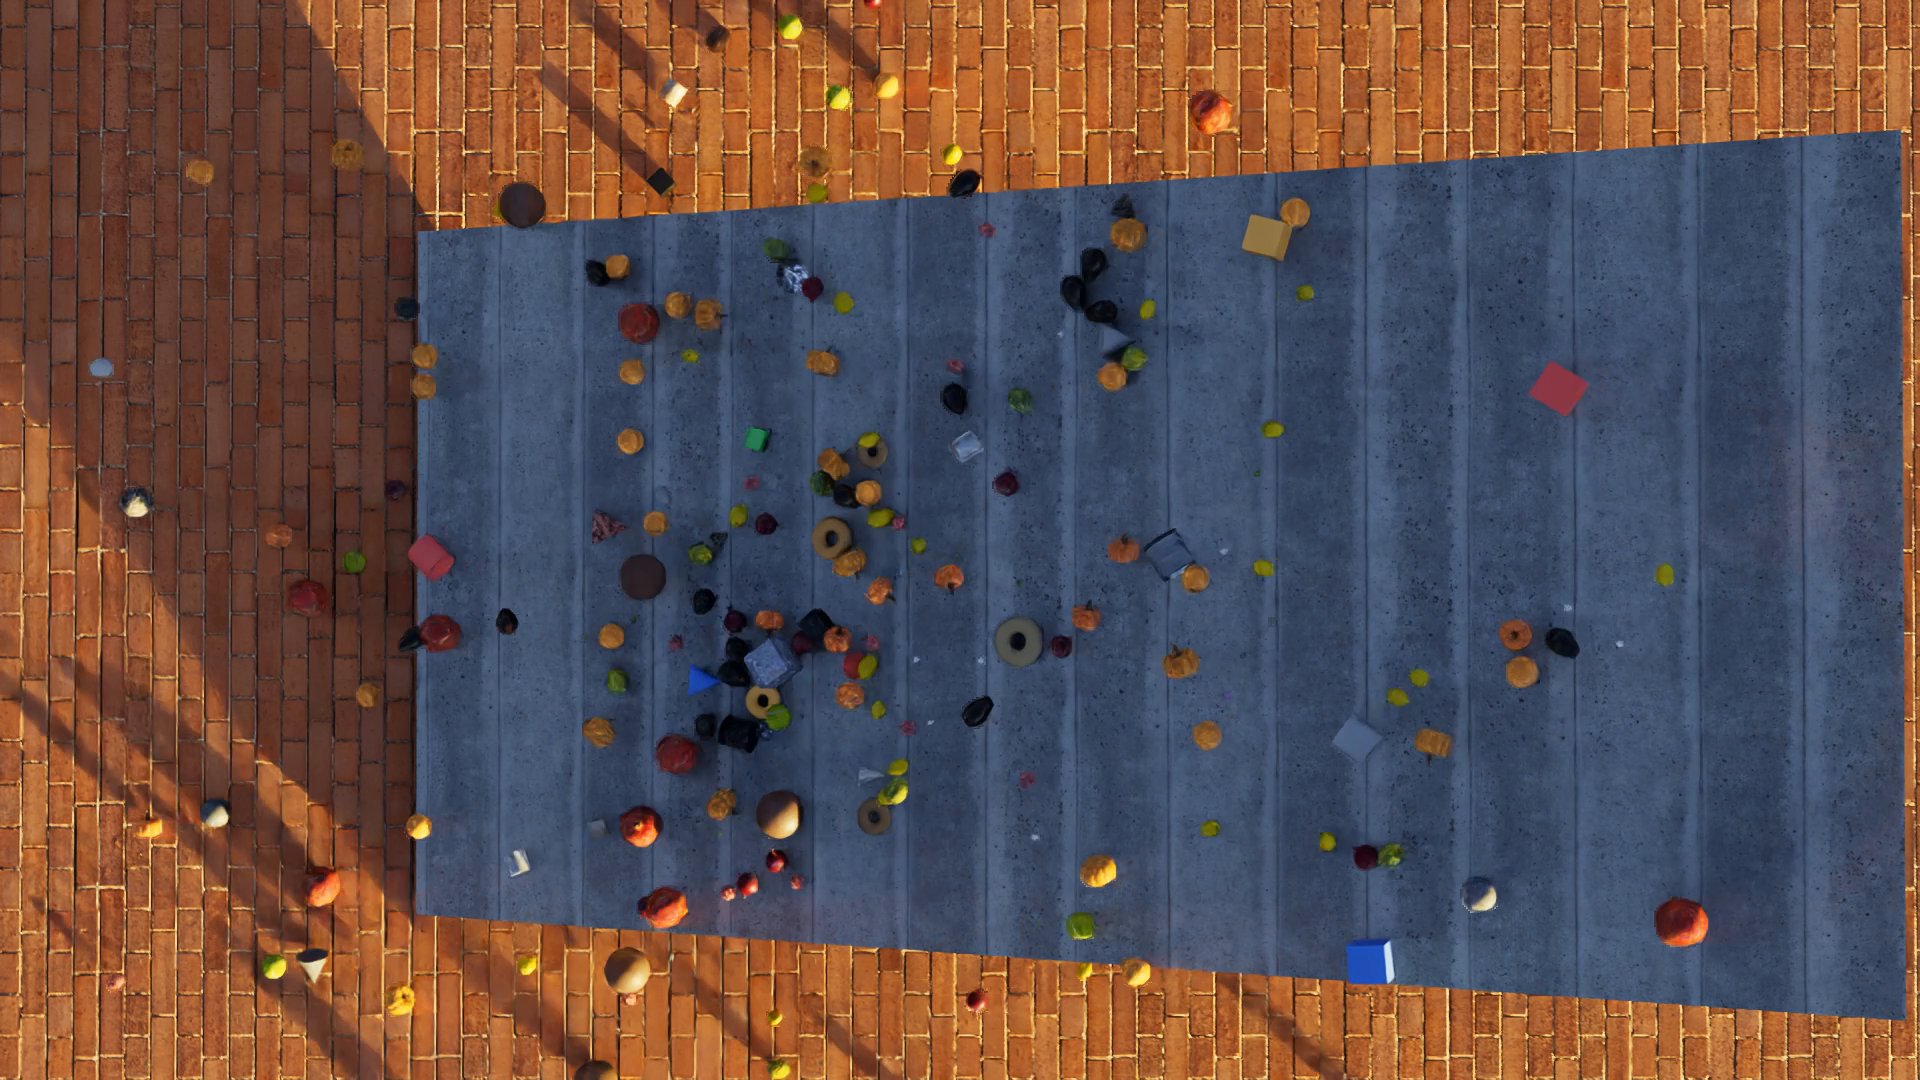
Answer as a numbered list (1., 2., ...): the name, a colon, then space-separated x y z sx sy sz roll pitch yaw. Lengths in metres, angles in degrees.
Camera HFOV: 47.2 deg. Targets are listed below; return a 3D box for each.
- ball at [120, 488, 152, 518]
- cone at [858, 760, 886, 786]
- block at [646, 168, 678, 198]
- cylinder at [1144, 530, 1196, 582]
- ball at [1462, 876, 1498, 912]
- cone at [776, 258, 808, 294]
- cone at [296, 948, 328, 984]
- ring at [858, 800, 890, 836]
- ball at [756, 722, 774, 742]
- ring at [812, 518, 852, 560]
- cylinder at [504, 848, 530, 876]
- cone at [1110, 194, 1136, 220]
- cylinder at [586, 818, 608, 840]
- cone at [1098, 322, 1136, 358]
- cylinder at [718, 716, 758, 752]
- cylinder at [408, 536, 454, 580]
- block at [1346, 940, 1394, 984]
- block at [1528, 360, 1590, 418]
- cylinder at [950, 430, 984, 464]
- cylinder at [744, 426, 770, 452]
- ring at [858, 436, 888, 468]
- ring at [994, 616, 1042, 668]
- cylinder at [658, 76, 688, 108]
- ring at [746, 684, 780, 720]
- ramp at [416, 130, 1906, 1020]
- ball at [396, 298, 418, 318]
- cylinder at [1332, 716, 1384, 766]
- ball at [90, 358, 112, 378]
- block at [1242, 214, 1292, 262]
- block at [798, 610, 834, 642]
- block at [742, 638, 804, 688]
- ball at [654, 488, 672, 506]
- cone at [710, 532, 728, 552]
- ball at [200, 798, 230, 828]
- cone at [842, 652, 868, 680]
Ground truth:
1. ball: -2.433 -0.111 6.488 0.088 0.088 0.088 0 89 0
2. cone: -0.234 0.623 5.863 0.072 0.072 0.072 5 89 -5
3. block: -0.882 -1.058 6.514 0.060 0.060 0.060 -42 89 0
4. cylinder: 0.526 0.040 5.526 0.096 0.096 0.096 -32 77 0
5. ball: 1.238 0.843 5.237 0.081 0.081 0.081 0 89 0
6. cone: -0.475 -0.719 5.944 0.095 0.095 0.095 0 89 22
7. cone: -1.905 1.266 6.479 0.093 0.093 0.093 0 104 0
8. ring: -0.229 0.739 5.860 0.098 0.033 0.098 -1 88 23
9. ball: -0.531 0.522 5.975 0.050 0.050 0.050 0 89 0
10. ring: -0.344 -0.003 5.912 0.117 0.039 0.117 -1 88 23
11. cylinder: -1.260 0.918 6.259 0.060 0.060 0.060 -21 81 0
12. cone: 0.427 -0.837 5.615 0.065 0.065 0.065 42 89 -1
13. cylinder: -1.015 0.808 6.157 0.052 0.052 0.052 -15 89 0
14. cone: 0.407 -0.509 5.612 0.092 0.092 0.092 0 89 -5
15. cylinder: -0.602 0.528 5.986 0.083 0.083 0.083 14 89 22
16. cylinder: -1.530 0.051 6.363 0.093 0.093 0.093 43 89 17
17. block: 0.995 1.022 5.328 0.091 0.091 0.091 -5 87 22
18. block: 1.410 -0.355 5.175 0.094 0.094 0.094 36 102 19
19. cylinder: 0.016 -0.243 5.717 0.063 0.063 0.063 -36 89 -14
20. cylinder: -0.554 -0.275 5.989 0.057 0.057 0.057 18 95 0
21. ring: -0.234 -0.235 5.876 0.088 0.029 0.088 0 90 21
22. ring: 0.151 0.263 5.705 0.134 0.045 0.134 -1 89 23
23. cylinder: -0.851 -1.324 6.503 0.065 0.065 0.065 39 87 0
24. ring: -0.536 0.438 5.982 0.100 0.033 0.100 1 94 13
25. ramp: 0.283 0.086 5.732 4.000 0.100 2.000 0 89 22
26. ball: -1.616 -0.678 6.425 0.060 0.060 0.060 0 89 0
27. cylinder: 0.967 0.487 5.348 0.087 0.087 0.087 38 89 18
28. ball: -2.542 -0.508 6.507 0.060 0.060 0.060 0 89 0
29. block: 0.761 -0.748 5.447 0.087 0.087 0.087 18 96 21
30. block: -0.385 0.229 5.915 0.060 0.060 0.060 -44 74 16
31. block: -0.505 0.333 5.941 0.098 0.098 0.098 -35 77 18
32. ball: -0.825 -0.121 6.102 0.050 0.050 0.050 0 89 0
33. cone: -0.660 0.012 6.047 0.051 0.051 0.051 -1 116 0
34. ball: -2.193 0.804 6.478 0.086 0.086 0.086 0 89 0
35. cone: -0.296 0.337 5.869 0.075 0.075 0.075 0 89 22
